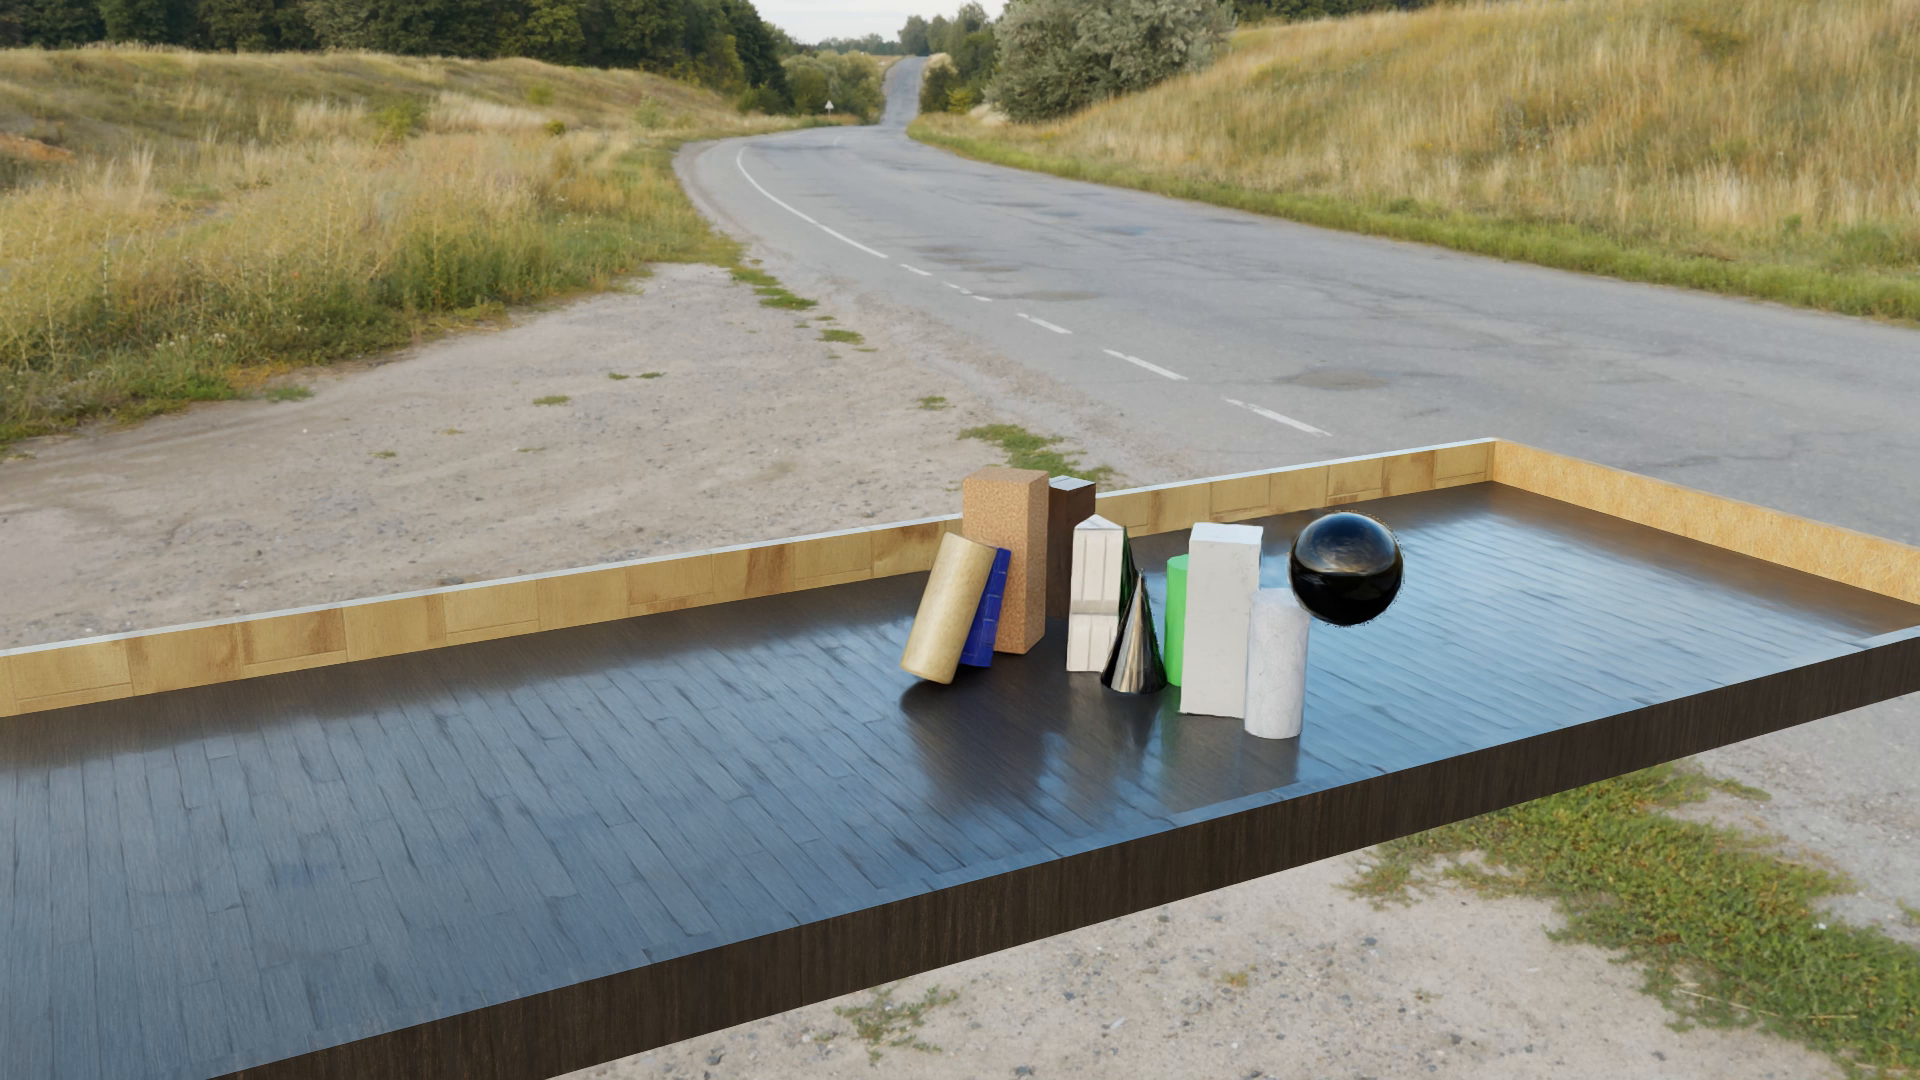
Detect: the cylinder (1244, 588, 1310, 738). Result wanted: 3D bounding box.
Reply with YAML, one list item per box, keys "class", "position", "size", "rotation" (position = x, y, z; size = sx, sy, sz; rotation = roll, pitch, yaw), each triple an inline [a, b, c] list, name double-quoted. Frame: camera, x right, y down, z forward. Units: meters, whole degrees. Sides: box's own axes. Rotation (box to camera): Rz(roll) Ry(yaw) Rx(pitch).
- class: "cylinder"
  position: [0.735, 0.284, 3.816]
  size: [0.136, 0.321, 0.136]
  rotation: [0, 17, 0]

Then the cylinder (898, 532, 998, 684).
- class: "cylinder"
  position: [-0.030, 0.169, 4.105]
  size: [0.139, 0.355, 0.139]
  rotation: [19, 1, 0]

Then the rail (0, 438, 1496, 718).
- class: "rail"
  position: [-3.305, 0.497, 3.399]
  size: [12.000, 0.150, 0.050]
  rotation: [-9, 18, -27]

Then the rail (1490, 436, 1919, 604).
- class: "rail"
  position: [2.466, -0.048, 5.253]
  size: [0.050, 0.150, 2.100]
  rotation: [-9, 18, -27]

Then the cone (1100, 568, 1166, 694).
- class: "cone"
  position: [0.440, 0.210, 4.095]
  size: [0.167, 0.301, 0.167]
  rotation: [2, 16, -1]

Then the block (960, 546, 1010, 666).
- class: "block"
  position: [0.034, 0.164, 4.216]
  size: [0.111, 0.304, 0.111]
  rotation: [9, -2, 21]

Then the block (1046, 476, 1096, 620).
- class: "block"
  position: [0.291, 0.021, 4.617]
  size: [0.121, 0.375, 0.121]
  rotation: [15, 22, 42]

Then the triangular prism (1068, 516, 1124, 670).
- class: "triangular prism"
  position: [0.339, 0.135, 4.200]
  size: [0.122, 0.384, 0.106]
  rotation: [1, 19, -1]

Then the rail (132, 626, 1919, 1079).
- class: "rail"
  position: [-2.336, 1.006, 1.665]
  size: [12.000, 0.150, 0.050]
  rotation: [-9, 18, -27]

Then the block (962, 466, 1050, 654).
- class: "block"
  position: [0.119, 0.050, 4.366]
  size: [0.178, 0.454, 0.178]
  rotation: [6, 15, 19]

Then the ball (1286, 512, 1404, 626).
- class: "ball"
  position: [0.832, 0.062, 3.568]
  size: [0.247, 0.247, 0.247]
  rotation: [0, 16, 0]

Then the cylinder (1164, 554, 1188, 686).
- class: "cylinder"
  position: [0.589, 0.202, 4.129]
  size: [0.150, 0.302, 0.150]
  rotation: [0, 16, 0]

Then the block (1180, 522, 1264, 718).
- class: "block"
  position: [0.625, 0.190, 3.942]
  size: [0.163, 0.428, 0.163]
  rotation: [4, 16, 11]

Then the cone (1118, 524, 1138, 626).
- class: "cone"
  position: [0.429, 0.122, 4.329]
  size: [0.168, 0.345, 0.168]
  rotation: [0, 16, 0]
